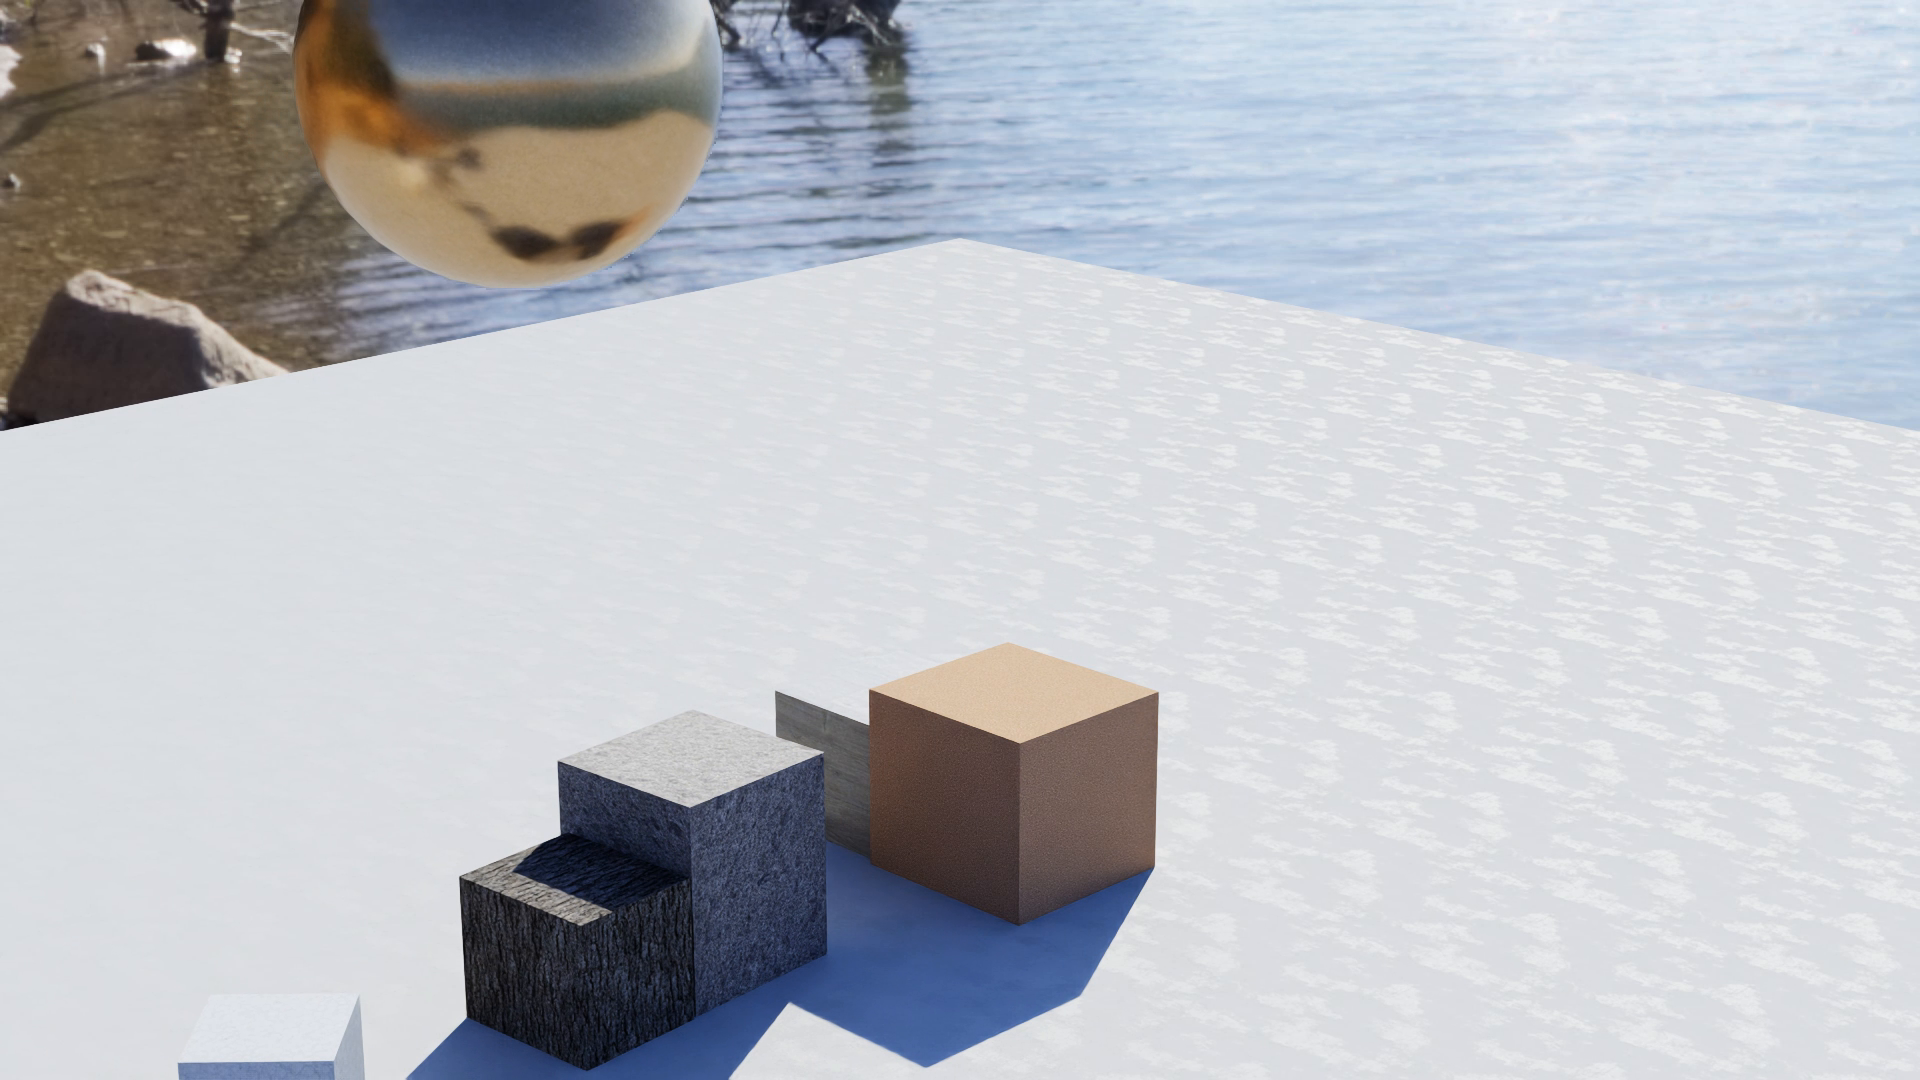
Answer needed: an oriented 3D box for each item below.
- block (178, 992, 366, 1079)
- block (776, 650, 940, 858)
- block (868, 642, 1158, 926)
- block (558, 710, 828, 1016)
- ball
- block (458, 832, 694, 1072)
[{"bbox_3d":[-2.521,2.060,10.811,0.555,0.586,0.542,0,17,-1],"label":"block"},{"bbox_3d":[-0.346,1.014,14.012,0.812,0.663,0.684,-17,24,-42],"label":"block"},{"bbox_3d":[0.244,1.093,13.427,0.907,0.863,0.953,-17,24,-42],"label":"block"},{"bbox_3d":[-1.131,1.355,12.477,0.790,0.933,0.793,14,22,38],"label":"block"},{"bbox_3d":[-1.690,-1.747,11.021,1.600,1.600,1.600,0,17,0],"label":"ball"},{"bbox_3d":[-1.564,1.669,11.981,0.727,0.632,0.595,14,22,38],"label":"block"}]
